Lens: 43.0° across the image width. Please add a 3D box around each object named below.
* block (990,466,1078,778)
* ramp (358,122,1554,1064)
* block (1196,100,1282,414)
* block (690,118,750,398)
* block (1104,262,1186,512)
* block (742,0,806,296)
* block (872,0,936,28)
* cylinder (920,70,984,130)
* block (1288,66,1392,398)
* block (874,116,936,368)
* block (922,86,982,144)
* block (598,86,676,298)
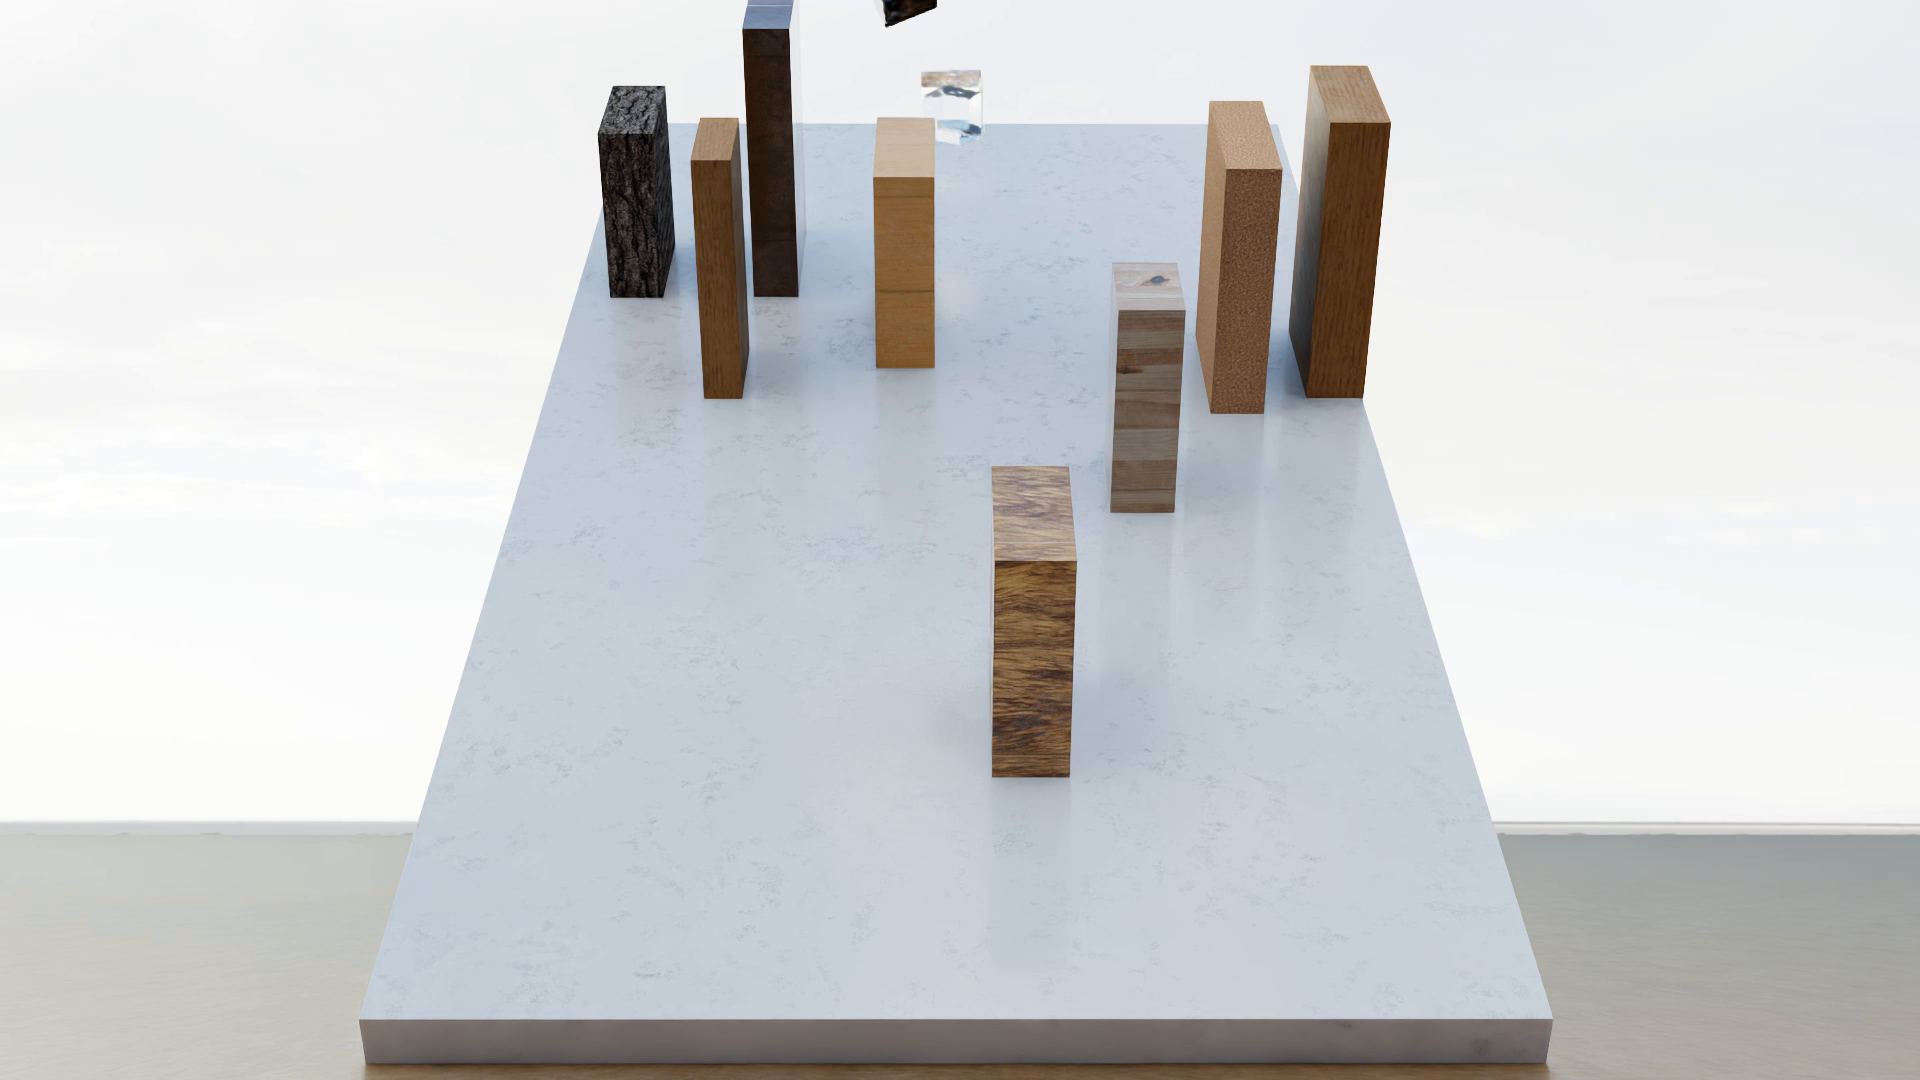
[{"bbox_3d":[0.135,0.155,4.670,0.149,0.487,0.346,0,31,0],"label":"block"},{"bbox_3d":[-0.014,-0.197,5.811,2.000,0.100,4.000,0,31,0],"label":"ramp"},{"bbox_3d":[0.671,-0.687,5.913,0.129,0.635,0.426,0,31,0],"label":"block"},{"bbox_3d":[-0.579,-0.680,5.904,0.093,0.624,0.266,0,31,0],"label":"block"},{"bbox_3d":[0.411,-0.340,5.467,0.145,0.506,0.241,0,31,0],"label":"block"},{"bbox_3d":[-0.485,-1.067,6.431,0.118,0.737,0.422,0,31,0],"label":"block"},{"bbox_3d":[-0.177,-1.632,7.119,0.166,0.166,0.166,-23,-12,-5],"label":"block"},{"bbox_3d":[-0.028,-1.336,7.405,0.184,0.184,0.184,-2,-7,-3],"label":"cylinder"},{"bbox_3d":[0.919,-0.750,5.940,0.140,0.716,0.372,0,31,0],"label":"block"},{"bbox_3d":[-0.137,-0.750,6.129,0.147,0.513,0.386,0,31,0],"label":"block"},{"bbox_3d":[-0.023,-1.197,6.867,0.122,0.122,0.122,6,-8,-28],"label":"block"},{"bbox_3d":[-0.854,-0.925,6.460,0.140,0.461,0.340,0,31,0],"label":"block"}]
